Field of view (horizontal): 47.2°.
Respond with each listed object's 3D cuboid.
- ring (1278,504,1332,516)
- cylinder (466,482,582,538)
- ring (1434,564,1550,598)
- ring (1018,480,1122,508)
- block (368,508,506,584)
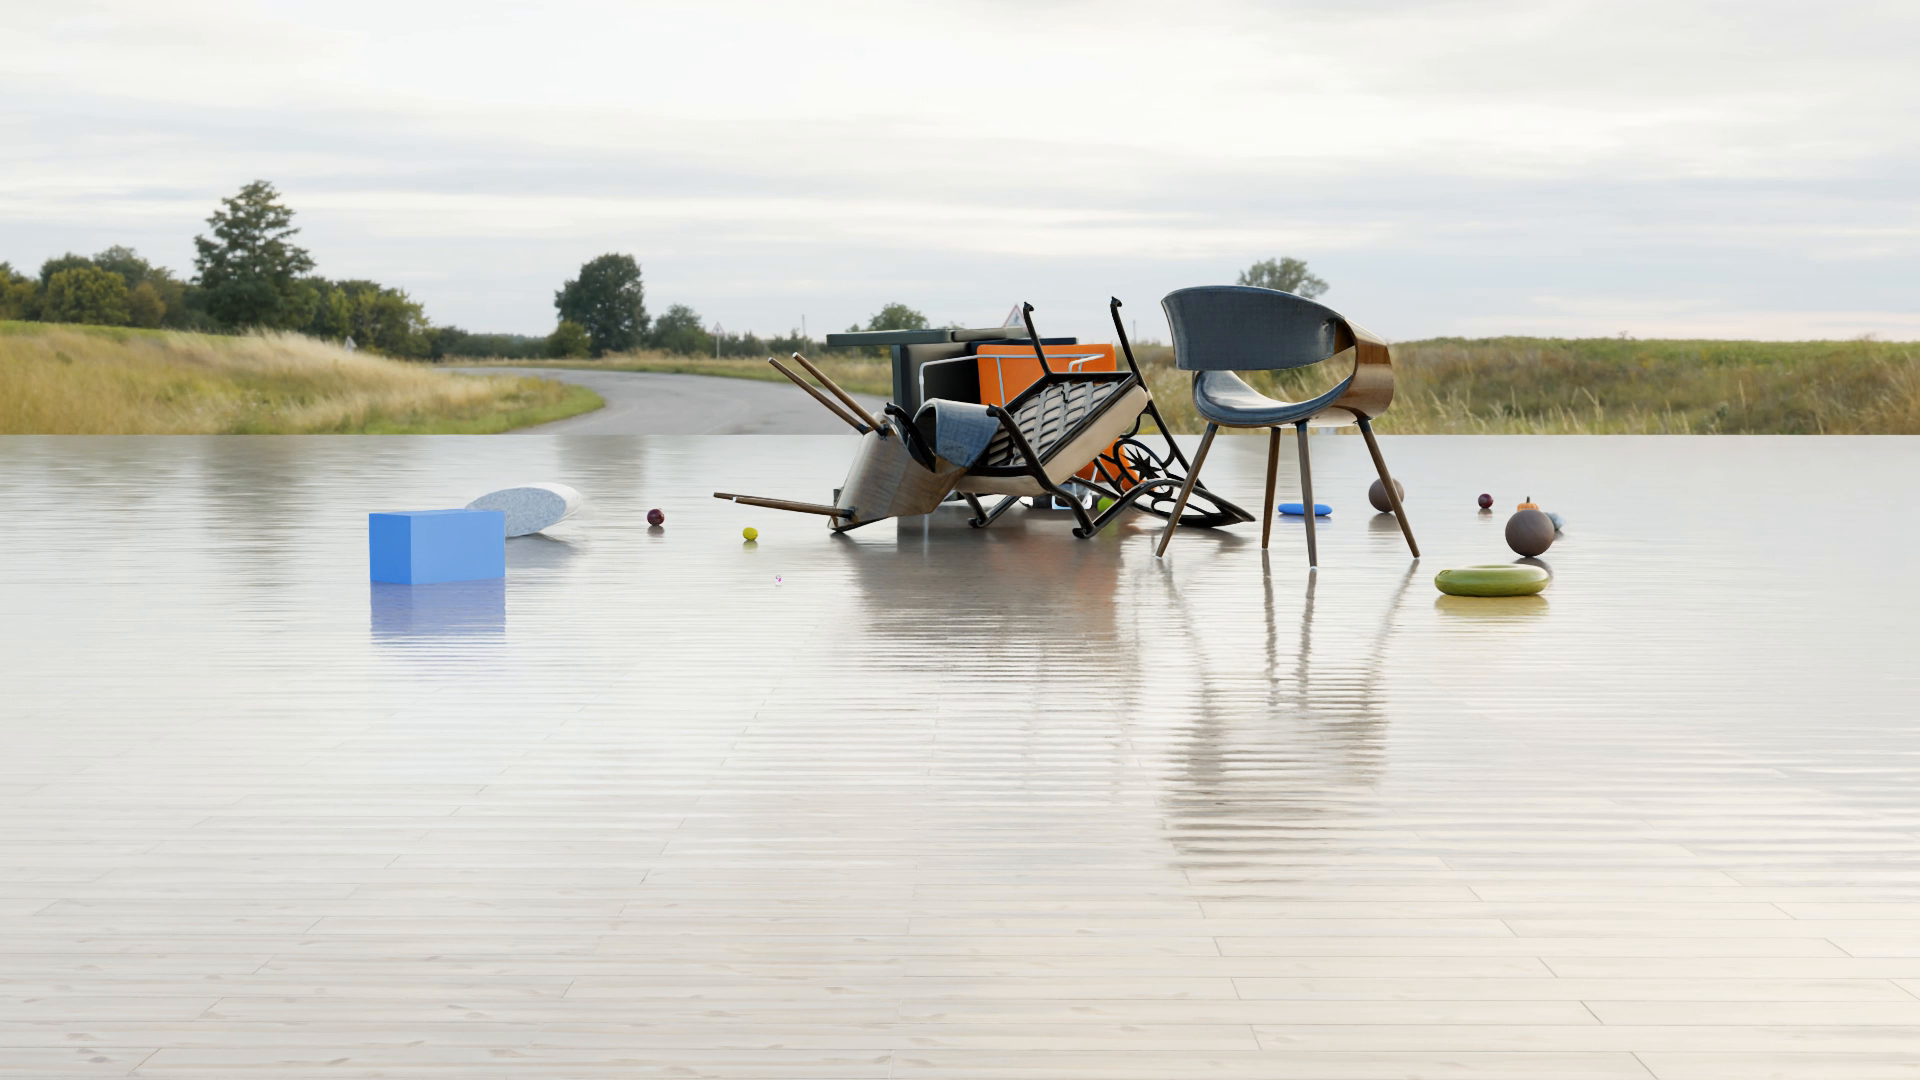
[{"bbox_3d":[1.235,-0.110,7.876,0.086,0.039,0.242,-2,4,-42],"label":"ring"},{"bbox_3d":[-1.357,-0.094,6.803,0.329,0.146,0.296,-9,4,-1],"label":"cylinder"},{"bbox_3d":[1.164,0.088,4.812,0.261,0.062,0.216,-2,3,-19],"label":"ring"},{"bbox_3d":[0.416,-0.173,8.325,0.408,0.104,0.220,-1,6,-11],"label":"ring"},{"bbox_3d":[-1.237,0.013,5.206,0.166,0.158,0.265,3,5,41],"label":"block"}]
